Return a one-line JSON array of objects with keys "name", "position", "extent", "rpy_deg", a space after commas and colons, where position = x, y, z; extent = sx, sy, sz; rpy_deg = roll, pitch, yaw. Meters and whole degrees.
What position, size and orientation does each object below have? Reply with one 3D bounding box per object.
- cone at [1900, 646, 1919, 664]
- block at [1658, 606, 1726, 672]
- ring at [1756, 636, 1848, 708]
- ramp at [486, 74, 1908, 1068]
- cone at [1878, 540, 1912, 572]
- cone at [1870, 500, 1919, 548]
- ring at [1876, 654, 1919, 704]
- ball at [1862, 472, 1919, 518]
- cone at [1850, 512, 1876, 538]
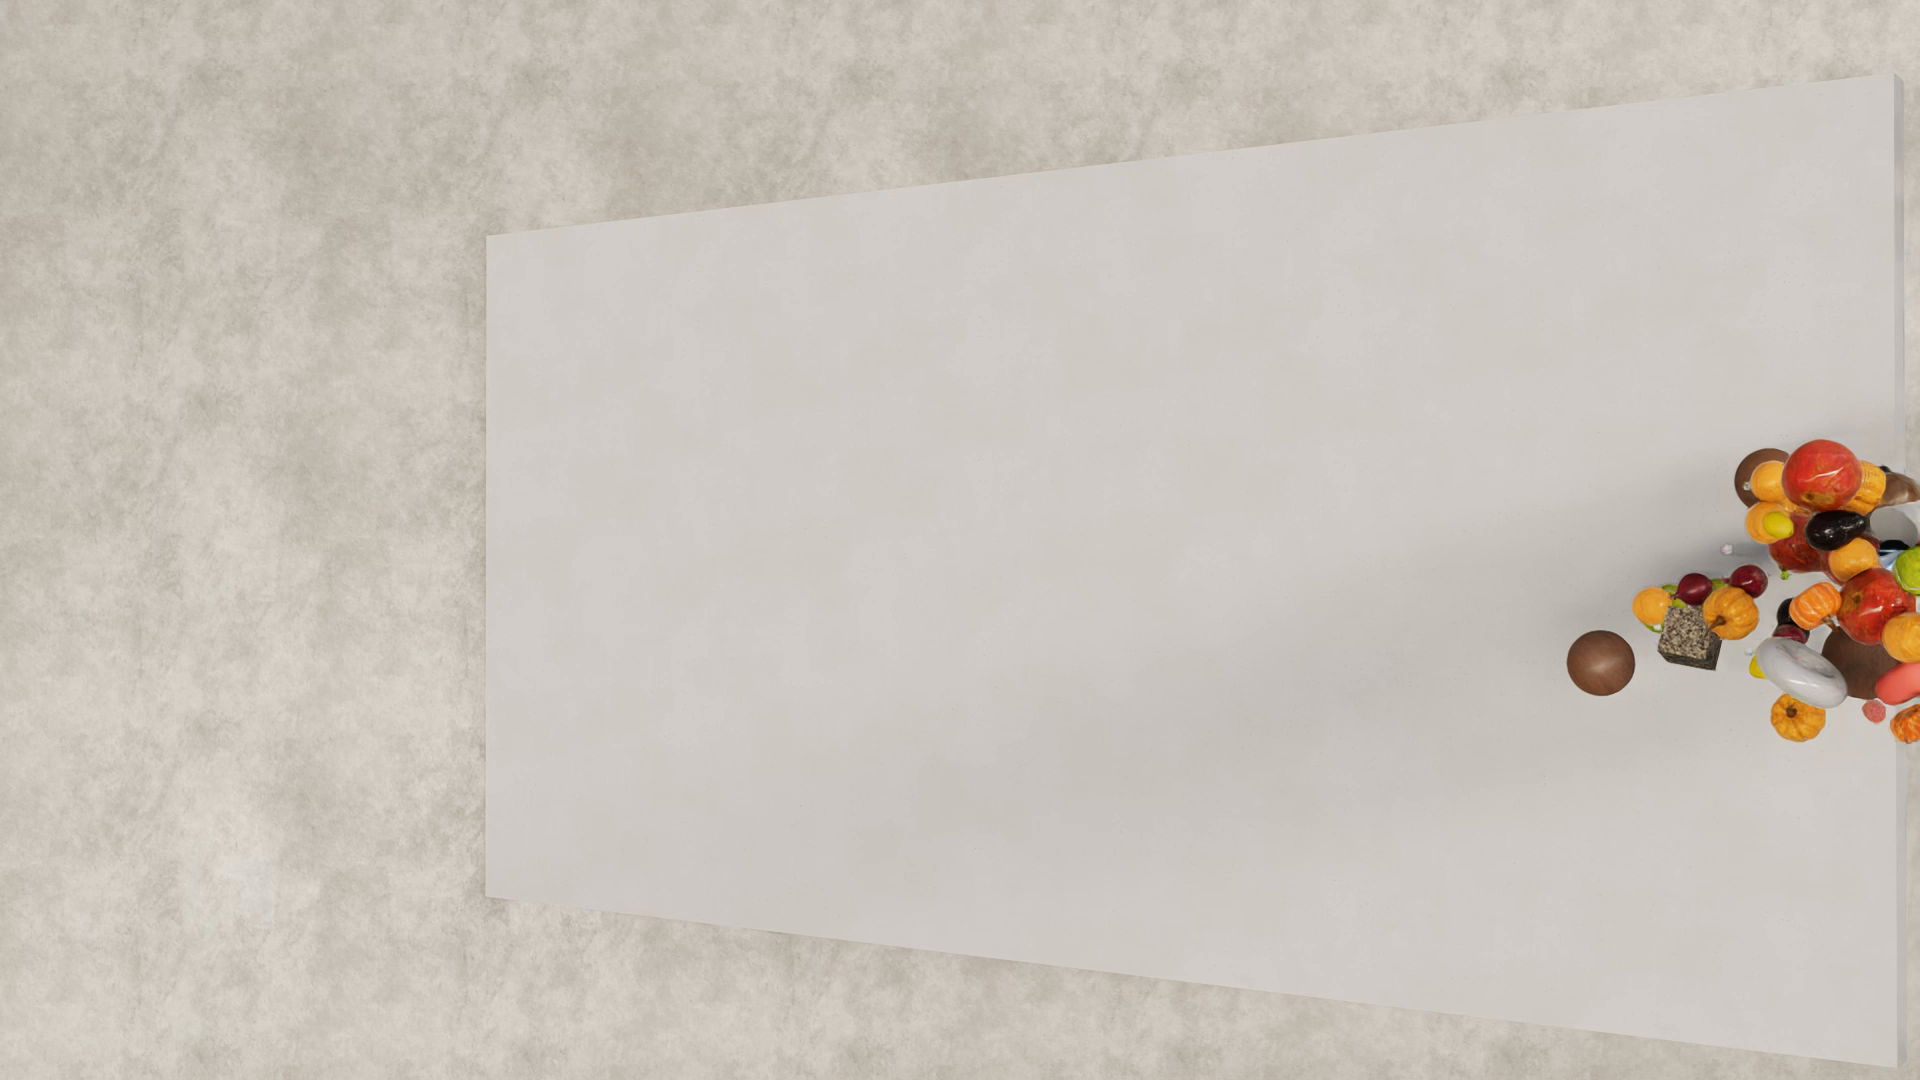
[{"name": "cone", "position": [1.549, 0.173, 3.487], "extent": [0.097, 0.097, 0.097], "rpy_deg": [-6, 126, 0]}, {"name": "block", "position": [1.267, 0.171, 3.808], "extent": [0.082, 0.082, 0.082], "rpy_deg": [11, 79, 33]}, {"name": "ring", "position": [1.261, 0.198, 3.296], "extent": [0.145, 0.145, 0.048], "rpy_deg": [27, 115, 0]}, {"name": "ramp", "position": [0.251, 0.069, 5.580], "extent": [4.000, 0.100, 2.000], "rpy_deg": [0, 89, 34]}, {"name": "cone", "position": [1.389, 0.017, 3.241], "extent": [0.050, 0.050, 0.050], "rpy_deg": [-20, 89, -42]}, {"name": "cone", "position": [1.510, -0.041, 3.503], "extent": [0.082, 0.082, 0.082], "rpy_deg": [-38, 90, -25]}, {"name": "ring", "position": [1.407, 0.194, 3.212], "extent": [0.143, 0.143, 0.048], "rpy_deg": [-27, 73, 0]}, {"name": "ball", "position": [1.613, -0.070, 3.811], "extent": [0.096, 0.096, 0.096], "rpy_deg": [0, 90, 0]}, {"name": "cone", "position": [1.629, -0.048, 3.889], "extent": [0.079, 0.079, 0.079], "rpy_deg": [23, 109, 0]}]
